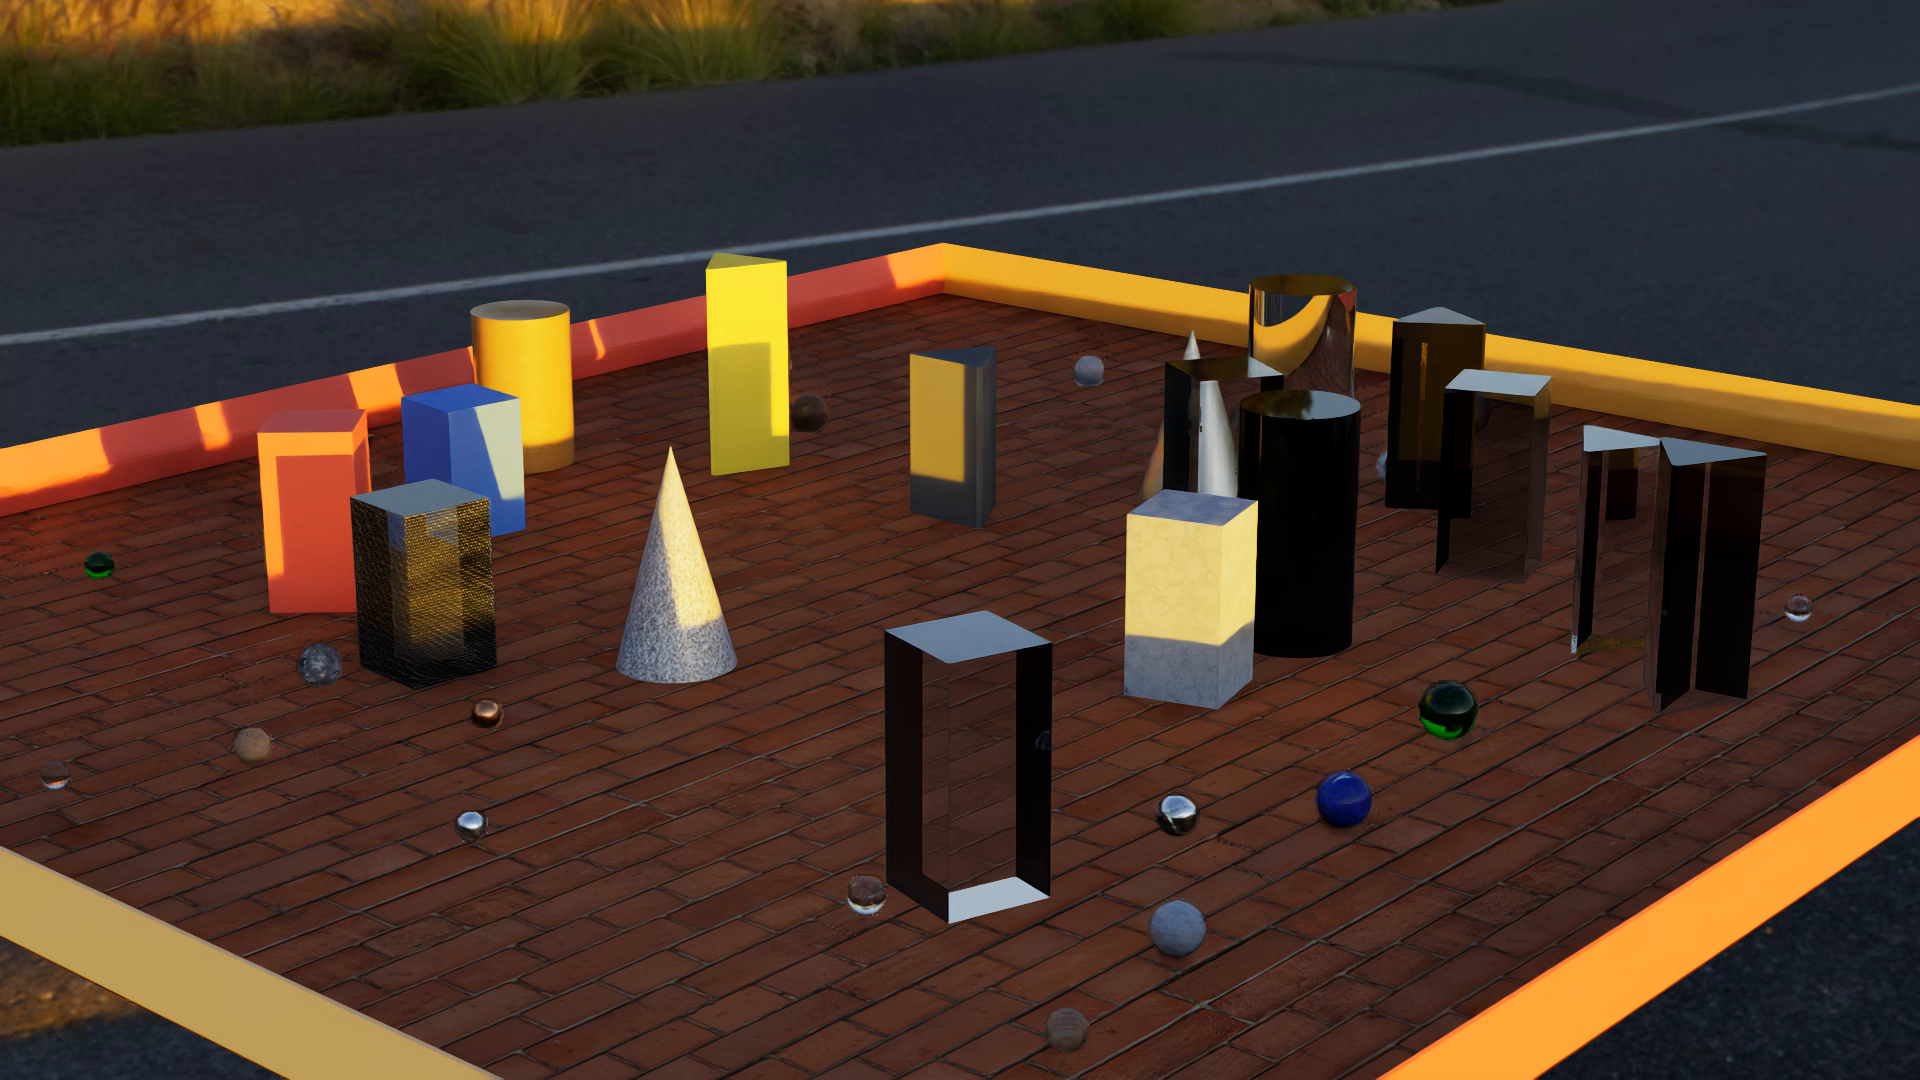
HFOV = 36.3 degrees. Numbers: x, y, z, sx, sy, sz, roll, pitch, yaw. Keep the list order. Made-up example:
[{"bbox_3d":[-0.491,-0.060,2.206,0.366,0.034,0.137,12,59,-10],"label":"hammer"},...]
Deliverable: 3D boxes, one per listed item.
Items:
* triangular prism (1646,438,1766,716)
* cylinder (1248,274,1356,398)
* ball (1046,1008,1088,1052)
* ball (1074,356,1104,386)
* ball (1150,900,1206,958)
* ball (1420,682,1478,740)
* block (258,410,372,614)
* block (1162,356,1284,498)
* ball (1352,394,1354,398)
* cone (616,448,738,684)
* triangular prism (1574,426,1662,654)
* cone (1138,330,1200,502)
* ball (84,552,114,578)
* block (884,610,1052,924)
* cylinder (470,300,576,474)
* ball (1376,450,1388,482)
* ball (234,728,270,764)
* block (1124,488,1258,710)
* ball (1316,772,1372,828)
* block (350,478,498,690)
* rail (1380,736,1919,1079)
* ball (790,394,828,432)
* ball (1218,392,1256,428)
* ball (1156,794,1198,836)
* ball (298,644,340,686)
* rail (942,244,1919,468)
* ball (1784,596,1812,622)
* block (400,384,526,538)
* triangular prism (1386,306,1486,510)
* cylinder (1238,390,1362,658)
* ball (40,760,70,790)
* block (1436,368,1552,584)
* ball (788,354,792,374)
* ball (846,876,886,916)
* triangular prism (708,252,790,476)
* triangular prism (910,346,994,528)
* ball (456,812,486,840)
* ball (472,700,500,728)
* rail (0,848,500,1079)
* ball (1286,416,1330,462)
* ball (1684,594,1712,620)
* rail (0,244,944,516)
[{"bbox_3d":[1.131,0.050,4.591,0.171,0.401,0.148,-7,18,-22],"label":"triangular prism"},{"bbox_3d":[0.635,-0.251,5.489,0.198,0.461,0.198,0,17,0],"label":"cylinder"},{"bbox_3d":[0.126,0.576,3.452,0.051,0.051,0.051,0,17,0],"label":"ball"},{"bbox_3d":[0.290,-0.381,6.595,0.070,0.070,0.070,0,17,0],"label":"ball"},{"bbox_3d":[0.275,0.491,3.701,0.071,0.071,0.071,0,17,0],"label":"ball"},{"bbox_3d":[0.740,0.259,4.443,0.088,0.088,0.088,0,17,0],"label":"ball"},{"bbox_3d":[-1.109,-0.051,5.069,0.158,0.319,0.158,-1,17,-2],"label":"block"},{"bbox_3d":[0.465,-0.123,5.213,0.158,0.374,0.158,-6,18,-18],"label":"block"},{"bbox_3d":[0.809,-0.296,6.301,0.078,0.078,0.078,0,17,0],"label":"ball"},{"bbox_3d":[-0.462,0.025,4.734,0.198,0.368,0.198,0,17,0],"label":"cone"},{"bbox_3d":[1.069,-0.006,4.876,0.171,0.345,0.148,-5,18,-17],"label":"triangular prism"},{"bbox_3d":[0.447,-0.245,5.682,0.198,0.337,0.198,0,17,0],"label":"cone"},{"bbox_3d":[-1.533,0.044,5.220,0.049,0.049,0.049,0,17,0],"label":"ball"},{"bbox_3d":[0.010,0.295,3.854,0.158,0.357,0.158,-10,20,-31],"label":"block"},{"bbox_3d":[-0.885,-0.312,5.946,0.198,0.314,0.198,0,17,0],"label":"cylinder"},{"bbox_3d":[0.860,-0.144,5.808,0.071,0.071,0.071,0,17,0],"label":"ball"},{"bbox_3d":[-1.050,0.305,4.348,0.055,0.055,0.055,0,17,0],"label":"ball"},{"bbox_3d":[0.365,0.091,4.633,0.158,0.298,0.158,8,18,24],"label":"block"},{"bbox_3d":[0.539,0.364,4.111,0.078,0.078,0.078,0,17,0],"label":"ball"},{"bbox_3d":[-0.864,0.069,4.729,0.158,0.286,0.158,-15,23,-41],"label":"block"},{"bbox_3d":[1.268,0.350,4.066,0.045,0.129,3.786,14,22,39],"label":"rail"},{"bbox_3d":[-0.319,-0.268,6.203,0.082,0.082,0.082,0,17,0],"label":"ball"},{"bbox_3d":[0.589,-0.276,6.231,0.080,0.080,0.080,0,17,0],"label":"ball"},{"bbox_3d":[0.302,0.383,4.082,0.058,0.058,0.058,0,17,0],"label":"ball"},{"bbox_3d":[-1.022,0.200,4.675,0.066,0.066,0.066,0,17,0],"label":"ball"},{"bbox_3d":[1.226,-0.375,6.471,3.405,0.129,0.045,14,22,39],"label":"rail"},{"bbox_3d":[1.425,0.117,4.985,0.045,0.045,0.045,0,17,0],"label":"ball"},{"bbox_3d":[-0.929,-0.143,5.488,0.158,0.254,0.158,-15,22,-41],"label":"block"},{"bbox_3d":[0.918,-0.256,5.669,0.171,0.366,0.148,2,17,8],"label":"triangular prism"},{"bbox_3d":[0.556,-0.028,4.846,0.198,0.404,0.198,0,17,0],"label":"cylinder"},{"bbox_3d":[-1.312,0.341,4.249,0.042,0.042,0.042,0,17,0],"label":"ball"},{"bbox_3d":[0.954,-0.115,5.239,0.158,0.344,0.158,7,18,21],"label":"block"},{"bbox_3d":[-0.428,-0.394,6.590,0.099,0.099,0.099,0,17,0],"label":"ball"},{"bbox_3d":[-0.122,0.464,3.825,0.051,0.051,0.051,0,17,0],"label":"ball"},{"bbox_3d":[-0.457,-0.361,5.924,0.171,0.420,0.148,-9,19,-28],"label":"triangular prism"},{"bbox_3d":[0.018,-0.205,5.592,0.171,0.312,0.148,13,21,38],"label":"triangular prism"},{"bbox_3d":[-0.678,0.397,4.066,0.041,0.041,0.041,0,17,0],"label":"ball"},{"bbox_3d":[-0.726,0.266,4.494,0.044,0.044,0.044,0,17,0],"label":"ball"},{"bbox_3d":[-1.226,0.439,3.768,3.405,0.129,0.045,14,22,39],"label":"rail"},{"bbox_3d":[0.710,-0.206,5.979,0.091,0.091,0.091,0,17,0],"label":"ball"},{"bbox_3d":[1.259,0.113,4.998,0.046,0.046,0.046,0,17,0],"label":"ball"},{"bbox_3d":[-1.268,-0.285,6.174,0.045,0.129,3.786,14,22,39],"label":"rail"}]
